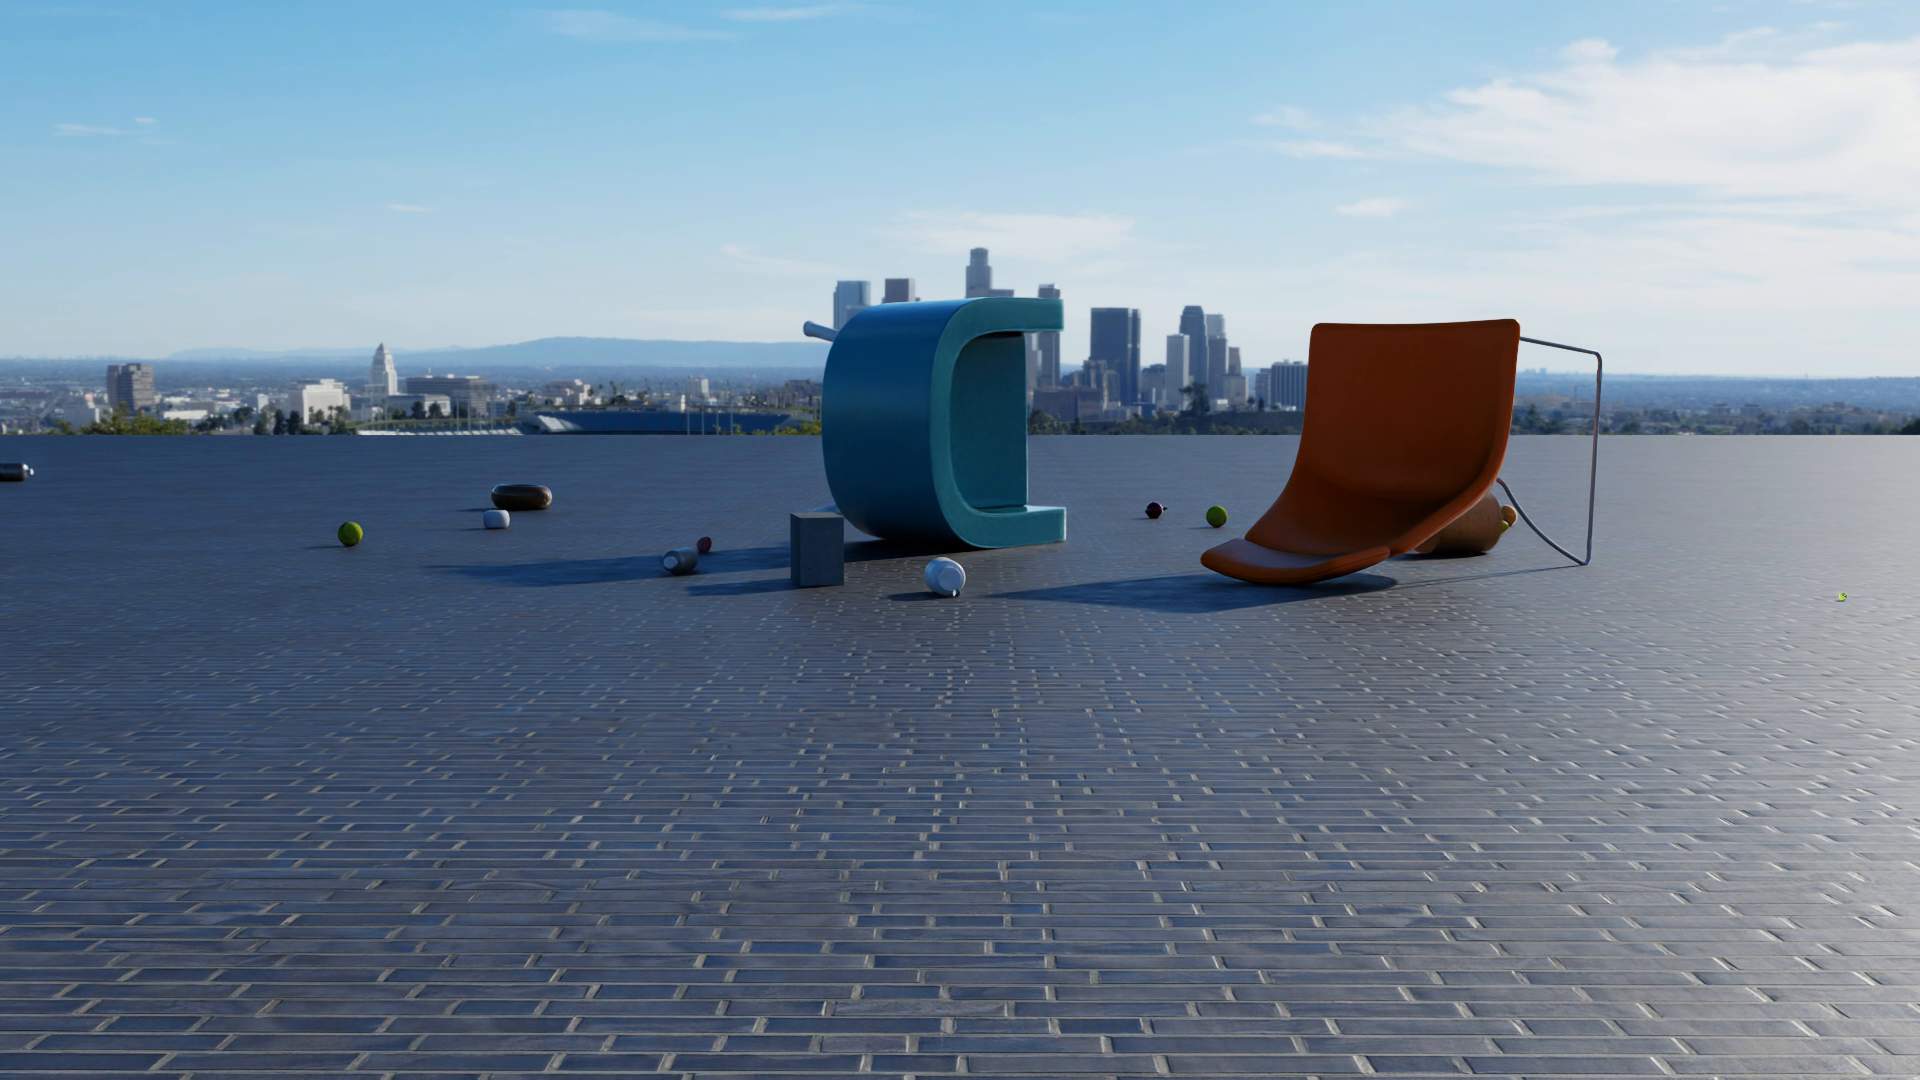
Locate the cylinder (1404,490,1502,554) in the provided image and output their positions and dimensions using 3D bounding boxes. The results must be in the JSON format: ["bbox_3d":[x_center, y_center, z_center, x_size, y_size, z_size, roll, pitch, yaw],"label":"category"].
[{"bbox_3d":[1.349,-0.051,6.018,0.198,0.173,0.172,-2,26,-25],"label":"cylinder"}]

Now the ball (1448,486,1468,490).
[{"bbox_3d":[1.718,-0.129,7.586,0.116,0.116,0.116,0,4,0],"label":"ball"}]

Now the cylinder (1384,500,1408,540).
[{"bbox_3d":[1.353,-0.056,6.481,0.131,0.120,0.164,-18,12,-28],"label":"cylinder"}]

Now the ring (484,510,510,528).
[{"bbox_3d":[-1.498,-0.067,7.104,0.083,0.057,0.101,-3,2,-11],"label":"ring"}]

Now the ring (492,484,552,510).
[{"bbox_3d":[-1.646,-0.161,8.257,0.265,0.089,0.198,5,5,41],"label":"ring"}]

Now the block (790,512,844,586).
[{"bbox_3d":[-0.334,0.019,5.130,0.100,0.155,0.211,-1,4,-10],"label":"block"}]
